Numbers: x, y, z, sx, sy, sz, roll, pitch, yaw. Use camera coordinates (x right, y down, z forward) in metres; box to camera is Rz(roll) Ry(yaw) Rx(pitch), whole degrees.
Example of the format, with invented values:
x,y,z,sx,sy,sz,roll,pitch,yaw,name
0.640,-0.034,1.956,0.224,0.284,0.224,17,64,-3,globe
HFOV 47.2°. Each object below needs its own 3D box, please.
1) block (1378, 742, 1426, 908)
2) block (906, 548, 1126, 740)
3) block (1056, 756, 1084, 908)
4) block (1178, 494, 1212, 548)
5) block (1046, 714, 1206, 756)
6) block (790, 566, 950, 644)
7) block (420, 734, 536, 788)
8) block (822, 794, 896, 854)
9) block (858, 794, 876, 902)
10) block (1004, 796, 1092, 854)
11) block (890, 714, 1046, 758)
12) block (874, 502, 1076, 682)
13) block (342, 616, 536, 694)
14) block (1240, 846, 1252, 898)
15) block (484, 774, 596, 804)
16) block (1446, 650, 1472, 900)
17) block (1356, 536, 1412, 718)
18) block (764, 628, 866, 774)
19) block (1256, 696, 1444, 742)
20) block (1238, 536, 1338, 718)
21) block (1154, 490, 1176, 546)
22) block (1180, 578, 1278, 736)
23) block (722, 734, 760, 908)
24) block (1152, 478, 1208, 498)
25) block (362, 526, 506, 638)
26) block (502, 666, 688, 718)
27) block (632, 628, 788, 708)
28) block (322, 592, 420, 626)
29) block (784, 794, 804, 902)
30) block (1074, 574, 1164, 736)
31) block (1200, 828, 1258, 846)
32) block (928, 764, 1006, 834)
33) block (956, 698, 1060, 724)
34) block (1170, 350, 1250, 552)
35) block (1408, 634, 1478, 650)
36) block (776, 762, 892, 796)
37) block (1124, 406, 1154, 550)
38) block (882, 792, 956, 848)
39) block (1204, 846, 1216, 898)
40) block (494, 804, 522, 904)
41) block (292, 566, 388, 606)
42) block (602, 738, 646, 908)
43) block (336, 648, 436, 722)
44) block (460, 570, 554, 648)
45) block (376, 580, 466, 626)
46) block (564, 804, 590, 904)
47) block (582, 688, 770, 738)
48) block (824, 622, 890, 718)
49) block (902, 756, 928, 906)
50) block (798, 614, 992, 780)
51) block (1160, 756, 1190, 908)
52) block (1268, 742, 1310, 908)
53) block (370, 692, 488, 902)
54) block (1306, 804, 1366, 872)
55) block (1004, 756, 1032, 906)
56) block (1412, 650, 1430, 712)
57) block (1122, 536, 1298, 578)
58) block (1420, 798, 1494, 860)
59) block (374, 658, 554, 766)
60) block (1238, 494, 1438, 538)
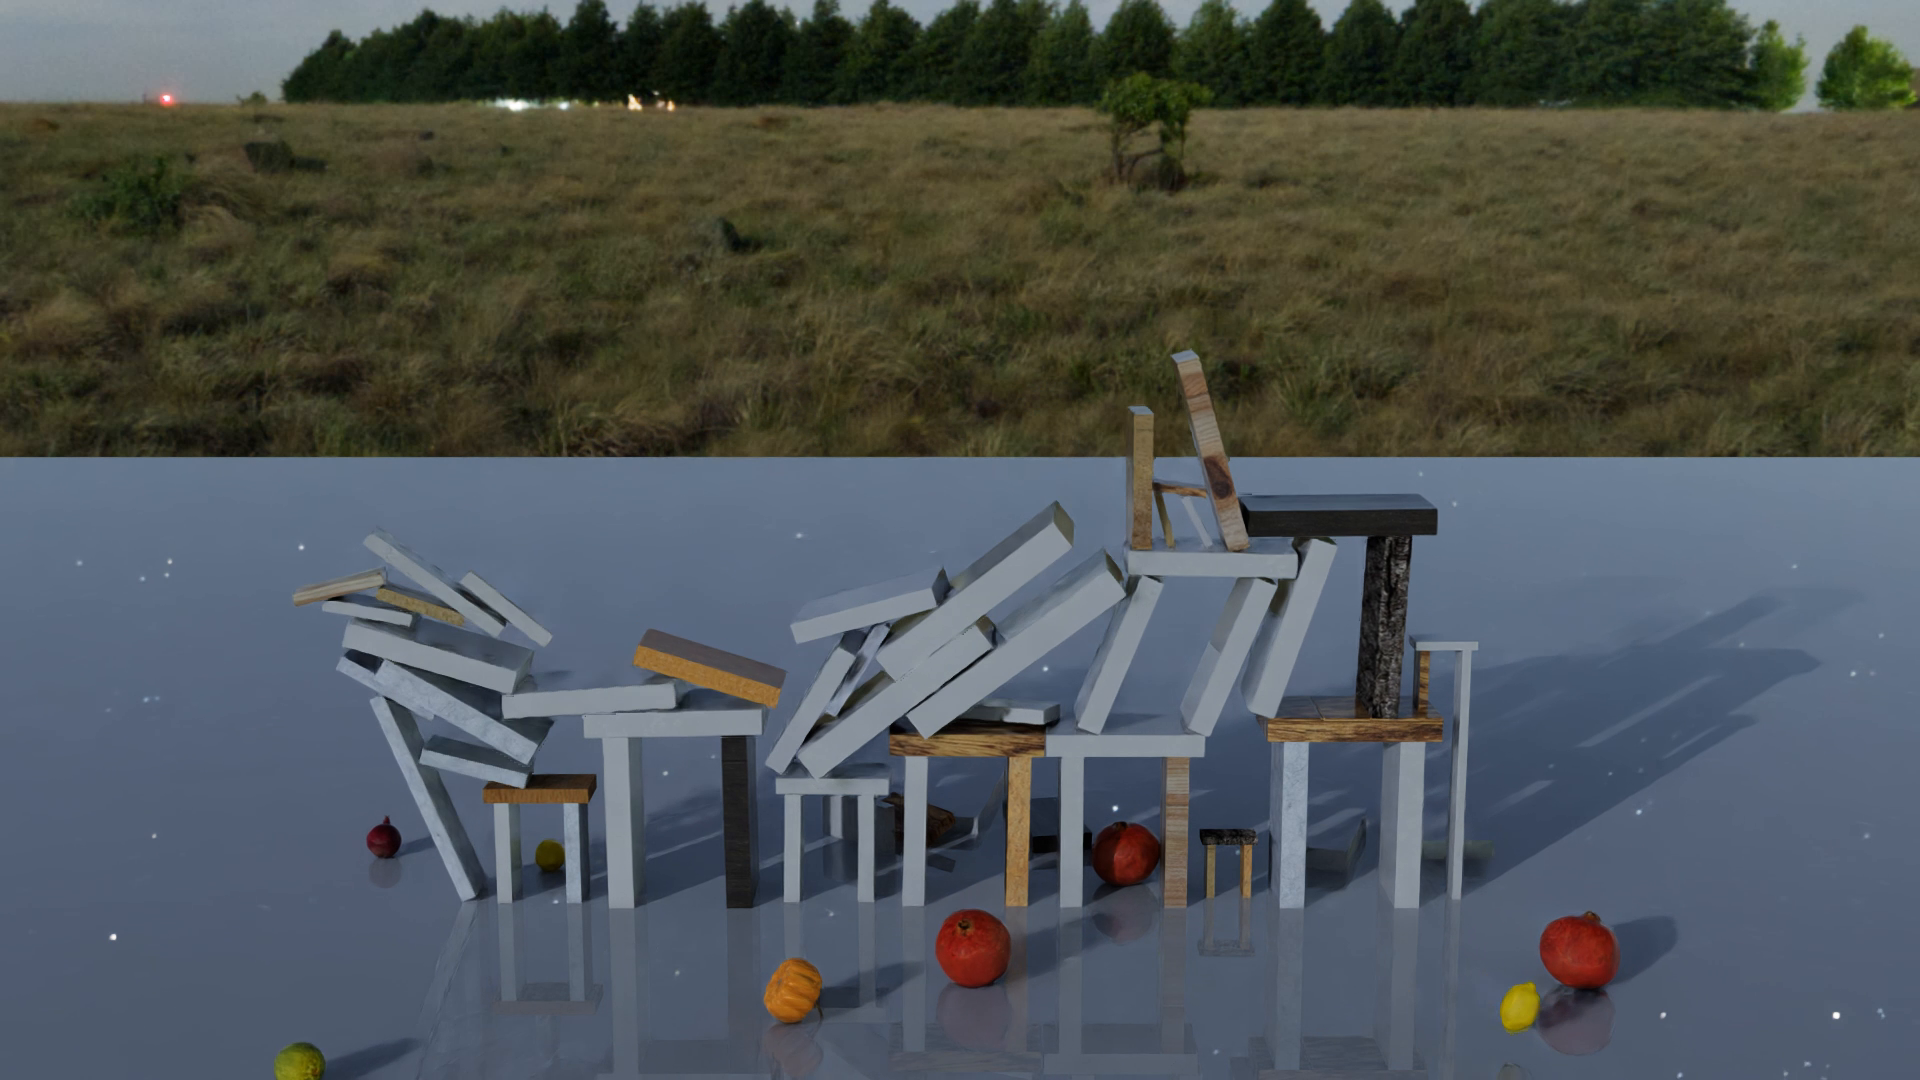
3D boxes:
x,y,z,sx,sy,sz,roll,pitch,yaw,name
0.731,0.451,3.643,0.040,0.282,0.141,0,11,0,block
0.091,0.166,3.579,0.399,0.051,0.180,-36,8,8,block
0.182,0.465,3.644,0.036,0.256,0.128,0,11,0,block
0.381,-0.034,3.551,0.013,0.090,0.045,-28,9,5,block
0.268,0.321,3.617,0.256,0.036,0.128,0,11,0,block
-0.145,0.105,3.577,0.242,0.034,0.121,-15,13,13,block
-0.793,0.365,3.623,0.175,0.025,0.087,14,10,-5,block
-0.182,0.499,3.932,0.166,0.083,0.023,10,15,44,block
-0.154,0.499,3.656,0.026,0.185,0.092,1,11,0,block
0.157,0.515,3.987,0.108,0.031,0.217,-2,11,-13,block
0.013,0.321,3.621,0.254,0.036,0.127,0,11,0,block
0.027,0.080,3.558,0.359,0.051,0.180,-37,7,11,block
-0.849,0.177,3.594,0.281,0.040,0.140,16,11,-2,block
0.476,0.545,3.665,0.013,0.091,0.045,0,11,0,block
-0.693,0.411,3.633,0.171,0.024,0.086,0,11,0,block
0.822,0.382,3.628,0.014,0.423,0.051,0,11,0,block
0.689,0.127,3.581,0.042,0.298,0.149,2,11,0,block
-0.238,0.261,3.622,0.034,0.242,0.121,31,16,-4,block
0.637,0.293,3.614,0.282,0.040,0.141,0,11,0,block
0.532,0.129,3.581,0.042,0.298,0.149,18,10,-3,block
0.331,-0.037,3.552,0.013,0.090,0.045,-14,9,7,block
0.437,0.177,3.592,0.038,0.269,0.135,22,10,-4,block
-0.363,0.447,3.644,0.041,0.289,0.144,-1,11,0,block
0.352,-0.084,3.538,0.090,0.013,0.045,8,11,5,block
-0.852,0.067,3.576,0.259,0.024,0.085,37,2,-11,block
-0.596,0.246,3.605,0.281,0.040,0.140,-4,11,2,block
-0.410,0.210,3.620,0.242,0.034,0.121,17,10,-3,block
-0.957,0.111,3.583,0.143,0.020,0.072,10,10,-3,block
-0.276,0.498,3.657,0.026,0.184,0.092,1,11,0,block
0.258,0.173,3.592,0.038,0.269,0.135,22,10,-4,block
0.446,0.494,3.655,0.091,0.013,0.045,0,11,0,block
0.008,0.485,4.148,0.108,0.031,0.337,2,11,10,block
0.075,0.282,3.649,0.166,0.023,0.083,3,6,22,block
0.401,-0.145,3.531,0.036,0.315,0.126,-16,10,3,block
0.789,0.167,3.588,0.102,0.014,0.051,0,11,-1,block
-0.207,0.395,3.636,0.184,0.026,0.092,0,11,2,block
0.288,-0.101,3.541,0.031,0.217,0.108,0,10,-2,block
-0.094,0.506,3.966,0.083,0.023,0.166,-39,31,-30,block
0.416,0.545,3.665,0.013,0.091,0.045,0,11,0,block
-0.750,0.506,3.650,0.024,0.171,0.086,0,11,0,block
-1.004,0.075,3.566,0.143,0.020,0.072,-14,10,-7,block
-0.555,0.448,3.644,0.041,0.289,0.144,0,10,0,block
-0.929,0.232,3.604,0.175,0.025,0.087,30,10,-7,block
-0.739,0.112,3.589,0.170,0.024,0.085,39,-7,-8,block
-0.876,0.103,3.584,0.143,0.020,0.072,19,5,-12,block
-0.636,0.506,3.650,0.024,0.171,0.086,0,11,0,block
-0.463,0.283,3.614,0.289,0.041,0.144,-1,11,0,block
-0.169,0.207,3.603,0.024,0.170,0.085,32,2,-3,block
-0.073,0.464,3.649,0.036,0.254,0.127,1,11,0,block
-0.103,0.243,3.601,0.359,0.051,0.180,-38,7,7,block
0.355,0.465,3.643,0.036,0.256,0.128,0,11,1,block
0.543,0.451,3.643,0.040,0.282,0.141,0,11,0,block
-0.879,0.416,3.641,0.025,0.370,0.087,-21,10,4,block
0.643,0.526,3.913,0.126,0.036,0.252,4,11,17,block
0.096,0.464,3.649,0.036,0.254,0.127,1,11,0,block
0.754,0.224,3.598,0.014,0.102,0.051,0,11,0,block
0.403,0.027,3.564,0.269,0.038,0.135,1,11,0,block
0.863,0.518,3.958,0.126,0.036,0.252,0,11,-2,block
-0.812,0.264,3.611,0.281,0.040,0.140,30,9,-6,block
0.606,-0.040,3.550,0.298,0.042,0.149,-1,11,0,block
